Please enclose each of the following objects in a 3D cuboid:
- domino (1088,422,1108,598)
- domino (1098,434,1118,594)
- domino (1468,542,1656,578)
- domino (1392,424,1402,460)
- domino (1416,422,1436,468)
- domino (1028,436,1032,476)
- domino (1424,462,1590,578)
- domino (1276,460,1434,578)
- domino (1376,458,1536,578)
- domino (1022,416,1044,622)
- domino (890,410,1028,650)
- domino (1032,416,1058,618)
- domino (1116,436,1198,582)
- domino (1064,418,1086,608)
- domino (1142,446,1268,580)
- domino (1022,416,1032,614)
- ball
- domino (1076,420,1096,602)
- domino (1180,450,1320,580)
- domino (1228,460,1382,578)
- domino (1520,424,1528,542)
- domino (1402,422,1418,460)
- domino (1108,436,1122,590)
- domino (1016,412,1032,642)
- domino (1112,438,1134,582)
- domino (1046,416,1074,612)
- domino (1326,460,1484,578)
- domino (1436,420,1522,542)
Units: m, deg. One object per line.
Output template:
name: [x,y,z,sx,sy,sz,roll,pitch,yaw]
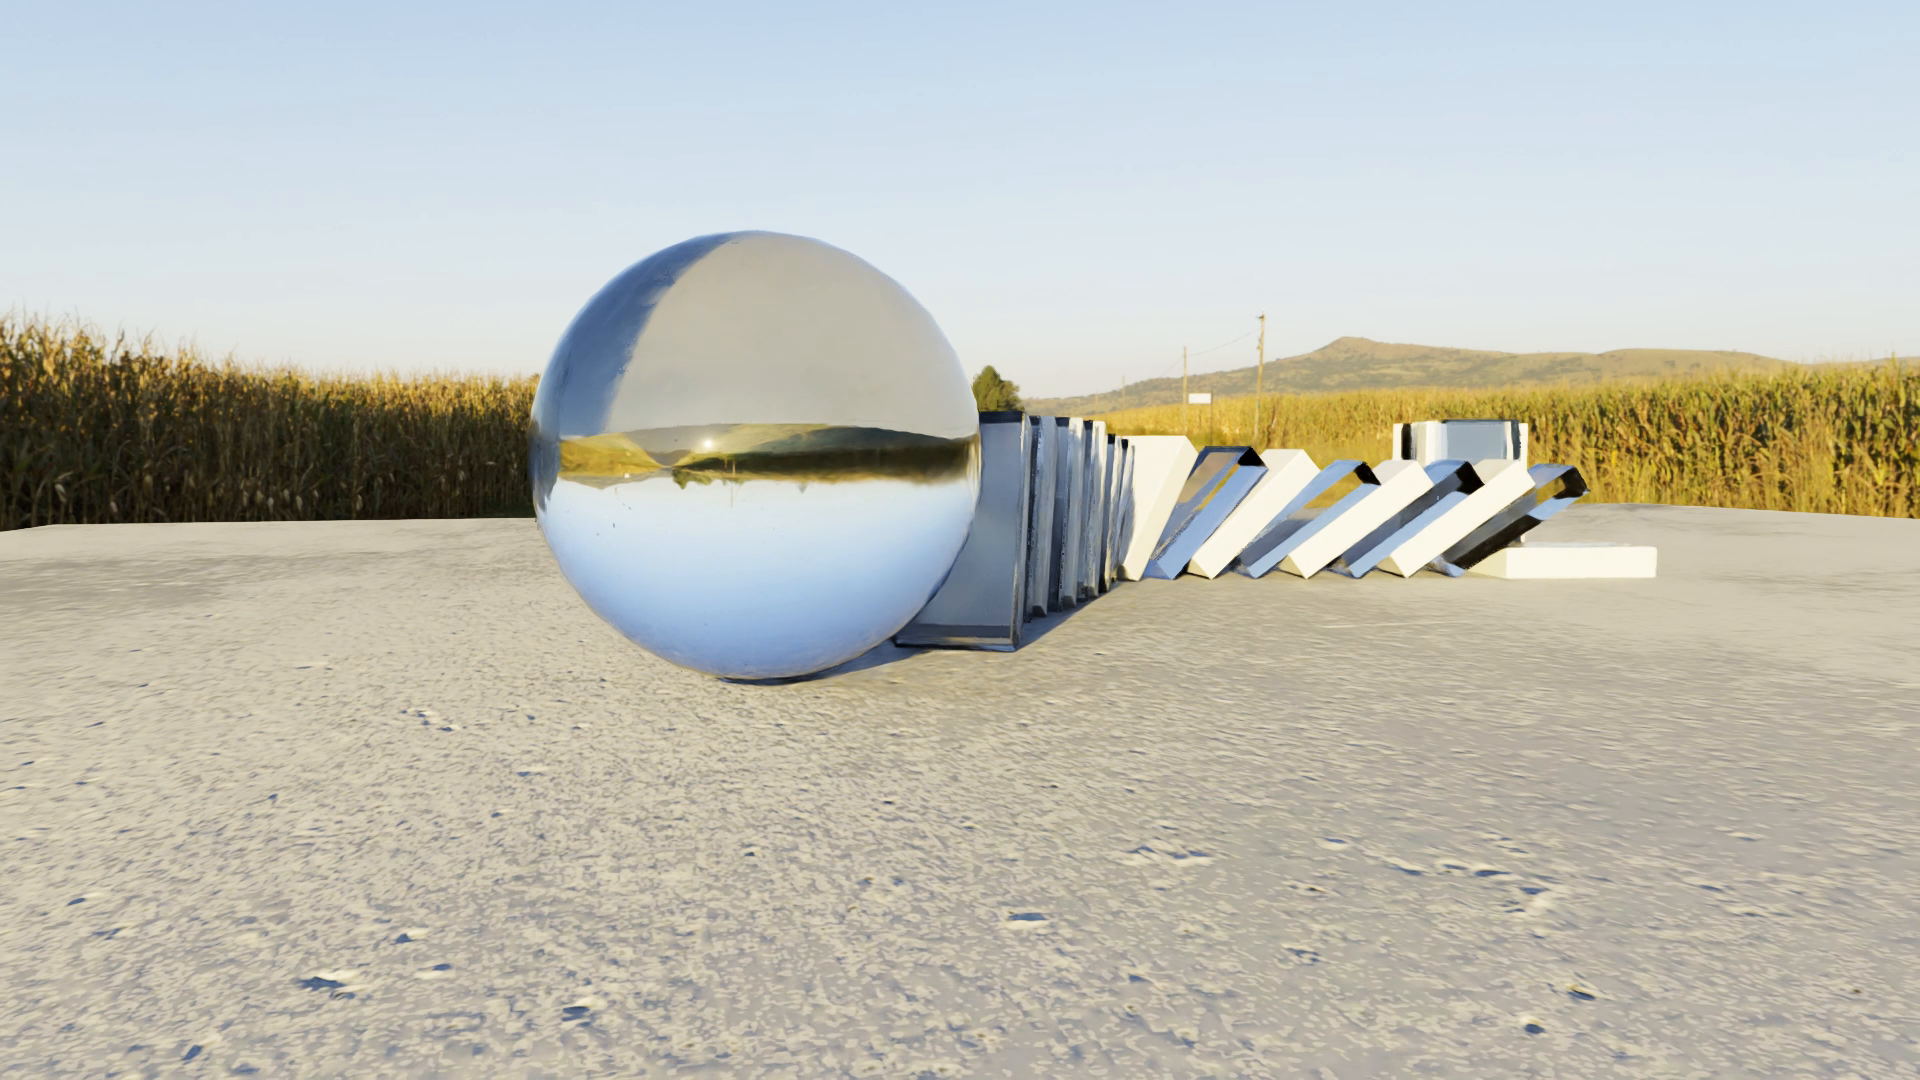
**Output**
domino: [0.027,-0.009,0.362,0.025,0.050,0.009,1,-22,13]
domino: [0.032,-0.008,0.376,0.025,0.050,0.010,1,-33,13]
domino: [0.197,0.006,0.420,0.050,0.009,0.025,0,4,-6]
domino: [0.175,-0.018,0.479,0.025,0.050,0.009,3,5,33]
domino: [0.174,-0.016,0.450,0.025,0.050,0.010,0,2,1]
domino: [0.002,-0.004,0.291,0.025,0.050,0.010,1,-20,9]
domino: [0.175,-0.007,0.418,0.050,0.010,0.025,-34,5,3]
domino: [0.126,-0.007,0.417,0.050,0.010,0.025,-36,6,-1]
domino: [0.158,-0.008,0.418,0.050,0.009,0.025,-36,5,1]
domino: [0.006,-0.006,0.312,0.025,0.050,0.009,1,-20,12]
domino: [0.000,-0.002,0.270,0.025,0.050,0.009,1,-20,9]
domino: [0.010,-0.006,0.321,0.025,0.050,0.009,1,-20,12]
domino: [0.055,-0.011,0.411,0.025,0.050,0.009,4,-32,45]
domino: [0.019,-0.008,0.341,0.025,0.050,0.009,1,-20,12]
domino: [0.074,-0.010,0.416,0.050,0.009,0.025,-48,20,-13]
domino: [0.003,-0.005,0.301,0.025,0.050,0.009,1,-20,9]
ball: [-0.036,-0.015,0.231,0.080,0.080,0.080,0,4,0]
domino: [0.023,-0.008,0.352,0.025,0.050,0.009,1,-22,12]
domino: [0.091,-0.009,0.417,0.050,0.009,0.025,-44,12,-7]
domino: [0.109,-0.007,0.417,0.050,0.010,0.025,-36,6,-1]
domino: [0.205,-0.019,0.489,0.009,0.050,0.025,0,4,-5]
domino: [0.173,-0.017,0.463,0.025,0.050,0.010,0,4,1]
domino: [0.035,-0.009,0.388,0.025,0.050,0.009,1,-35,13]
domino: [0.001,-0.003,0.280,0.025,0.050,0.010,1,-20,9]
domino: [0.039,-0.010,0.403,0.025,0.050,0.009,0,-38,18]
domino: [0.015,-0.007,0.331,0.025,0.050,0.010,1,-20,12]
domino: [0.142,-0.007,0.417,0.050,0.010,0.025,-36,5,0]
domino: [0.177,-0.016,0.438,0.025,0.050,0.009,0,-2,-2]
